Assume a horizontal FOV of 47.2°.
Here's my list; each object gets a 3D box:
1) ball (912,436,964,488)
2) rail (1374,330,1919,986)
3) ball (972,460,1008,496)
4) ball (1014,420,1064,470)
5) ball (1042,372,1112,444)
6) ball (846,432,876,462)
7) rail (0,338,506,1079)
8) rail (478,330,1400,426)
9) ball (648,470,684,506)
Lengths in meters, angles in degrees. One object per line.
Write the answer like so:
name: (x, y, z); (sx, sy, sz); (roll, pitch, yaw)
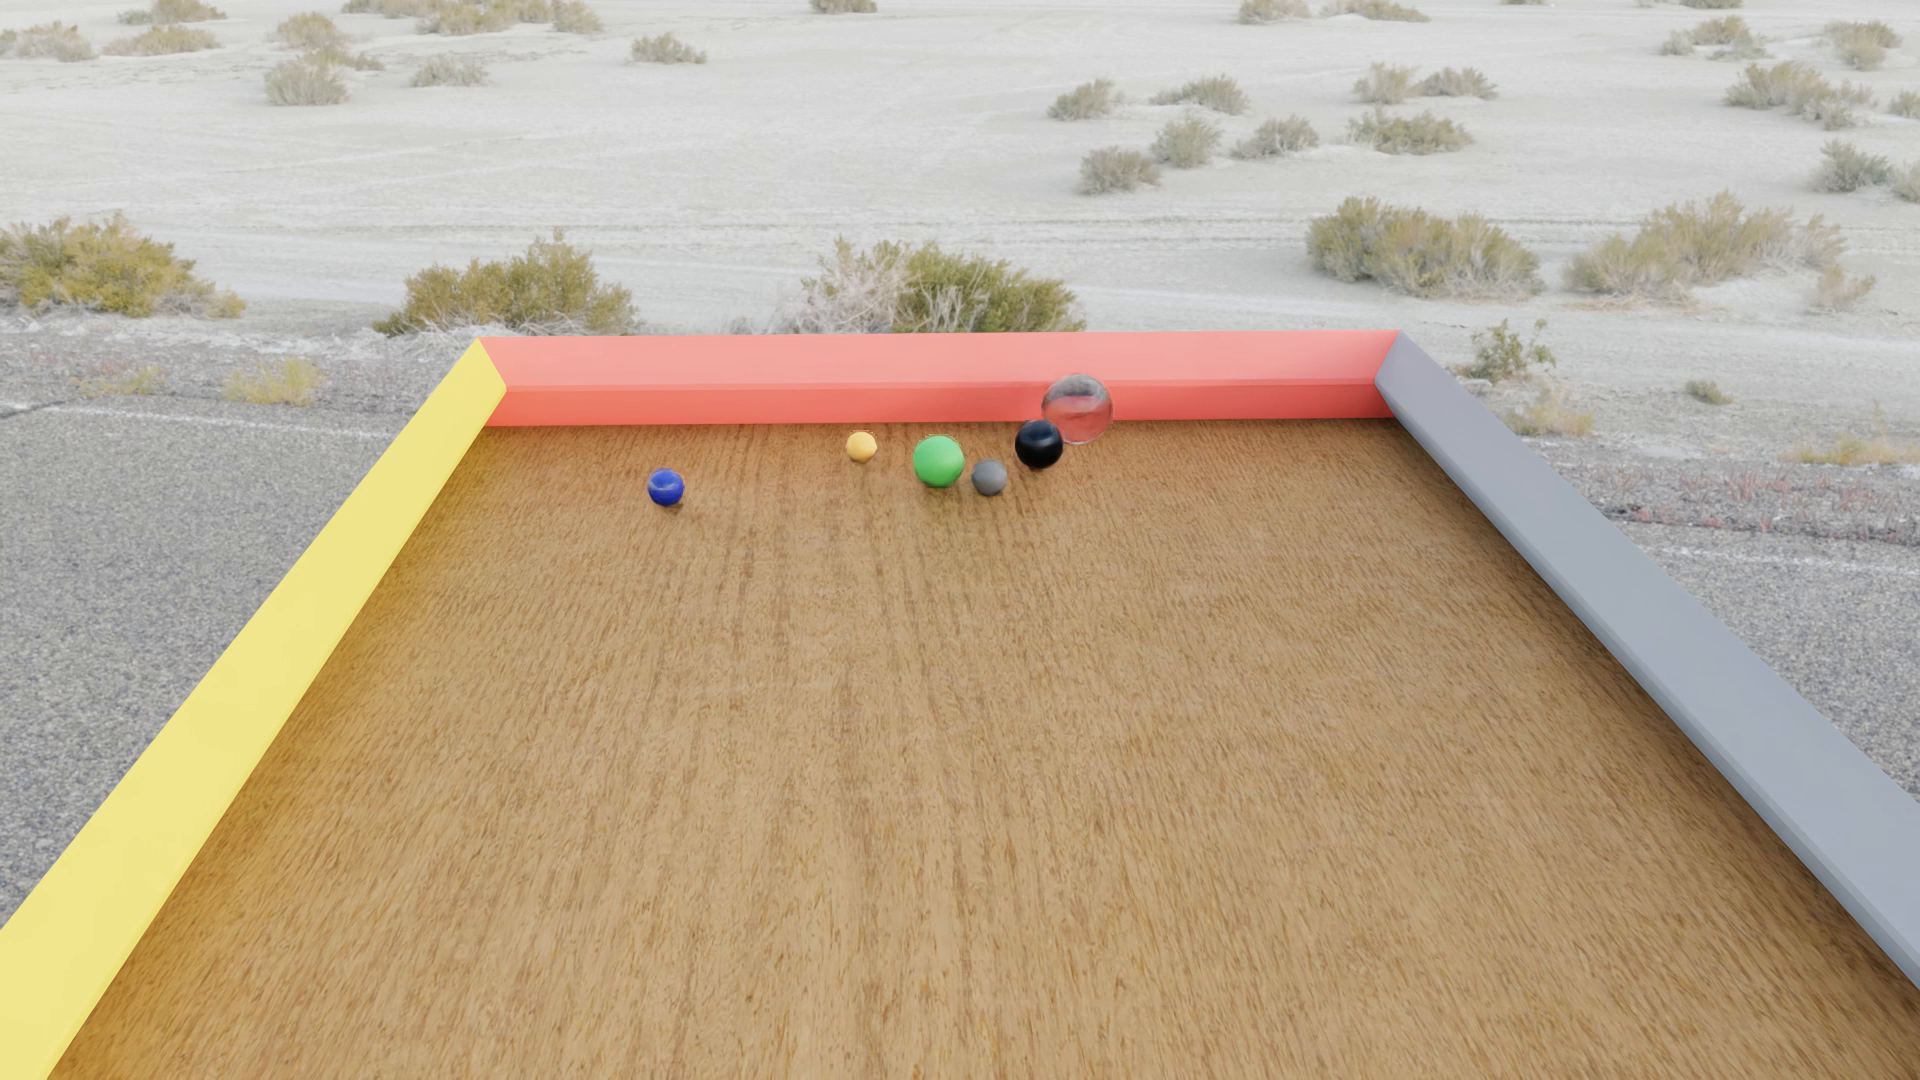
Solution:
ball: (-0.028, -0.101, 2.841); (0.067, 0.067, 0.067); (0, 18, 0)
rail: (0.662, 0.153, 1.933); (0.045, 0.128, 2.617); (-1, 18, -2)
ball: (0.038, -0.079, 2.805); (0.046, 0.046, 0.046); (0, 18, 0)
ball: (0.105, -0.127, 2.927); (0.065, 0.065, 0.065); (0, 18, 0)
ball: (0.162, -0.182, 3.045); (0.099, 0.099, 0.099); (0, 18, 0)
ball: (-0.133, -0.126, 2.962); (0.041, 0.041, 0.041); (0, 18, 0)
rail: (-0.612, 0.167, 1.886); (0.045, 0.128, 2.617); (-1, 18, -2)
rail: (-0.024, -0.226, 3.134); (1.322, 0.128, 0.045); (-1, 18, -2)
ball: (-0.369, -0.065, 2.763); (0.046, 0.046, 0.046); (0, 18, 0)
